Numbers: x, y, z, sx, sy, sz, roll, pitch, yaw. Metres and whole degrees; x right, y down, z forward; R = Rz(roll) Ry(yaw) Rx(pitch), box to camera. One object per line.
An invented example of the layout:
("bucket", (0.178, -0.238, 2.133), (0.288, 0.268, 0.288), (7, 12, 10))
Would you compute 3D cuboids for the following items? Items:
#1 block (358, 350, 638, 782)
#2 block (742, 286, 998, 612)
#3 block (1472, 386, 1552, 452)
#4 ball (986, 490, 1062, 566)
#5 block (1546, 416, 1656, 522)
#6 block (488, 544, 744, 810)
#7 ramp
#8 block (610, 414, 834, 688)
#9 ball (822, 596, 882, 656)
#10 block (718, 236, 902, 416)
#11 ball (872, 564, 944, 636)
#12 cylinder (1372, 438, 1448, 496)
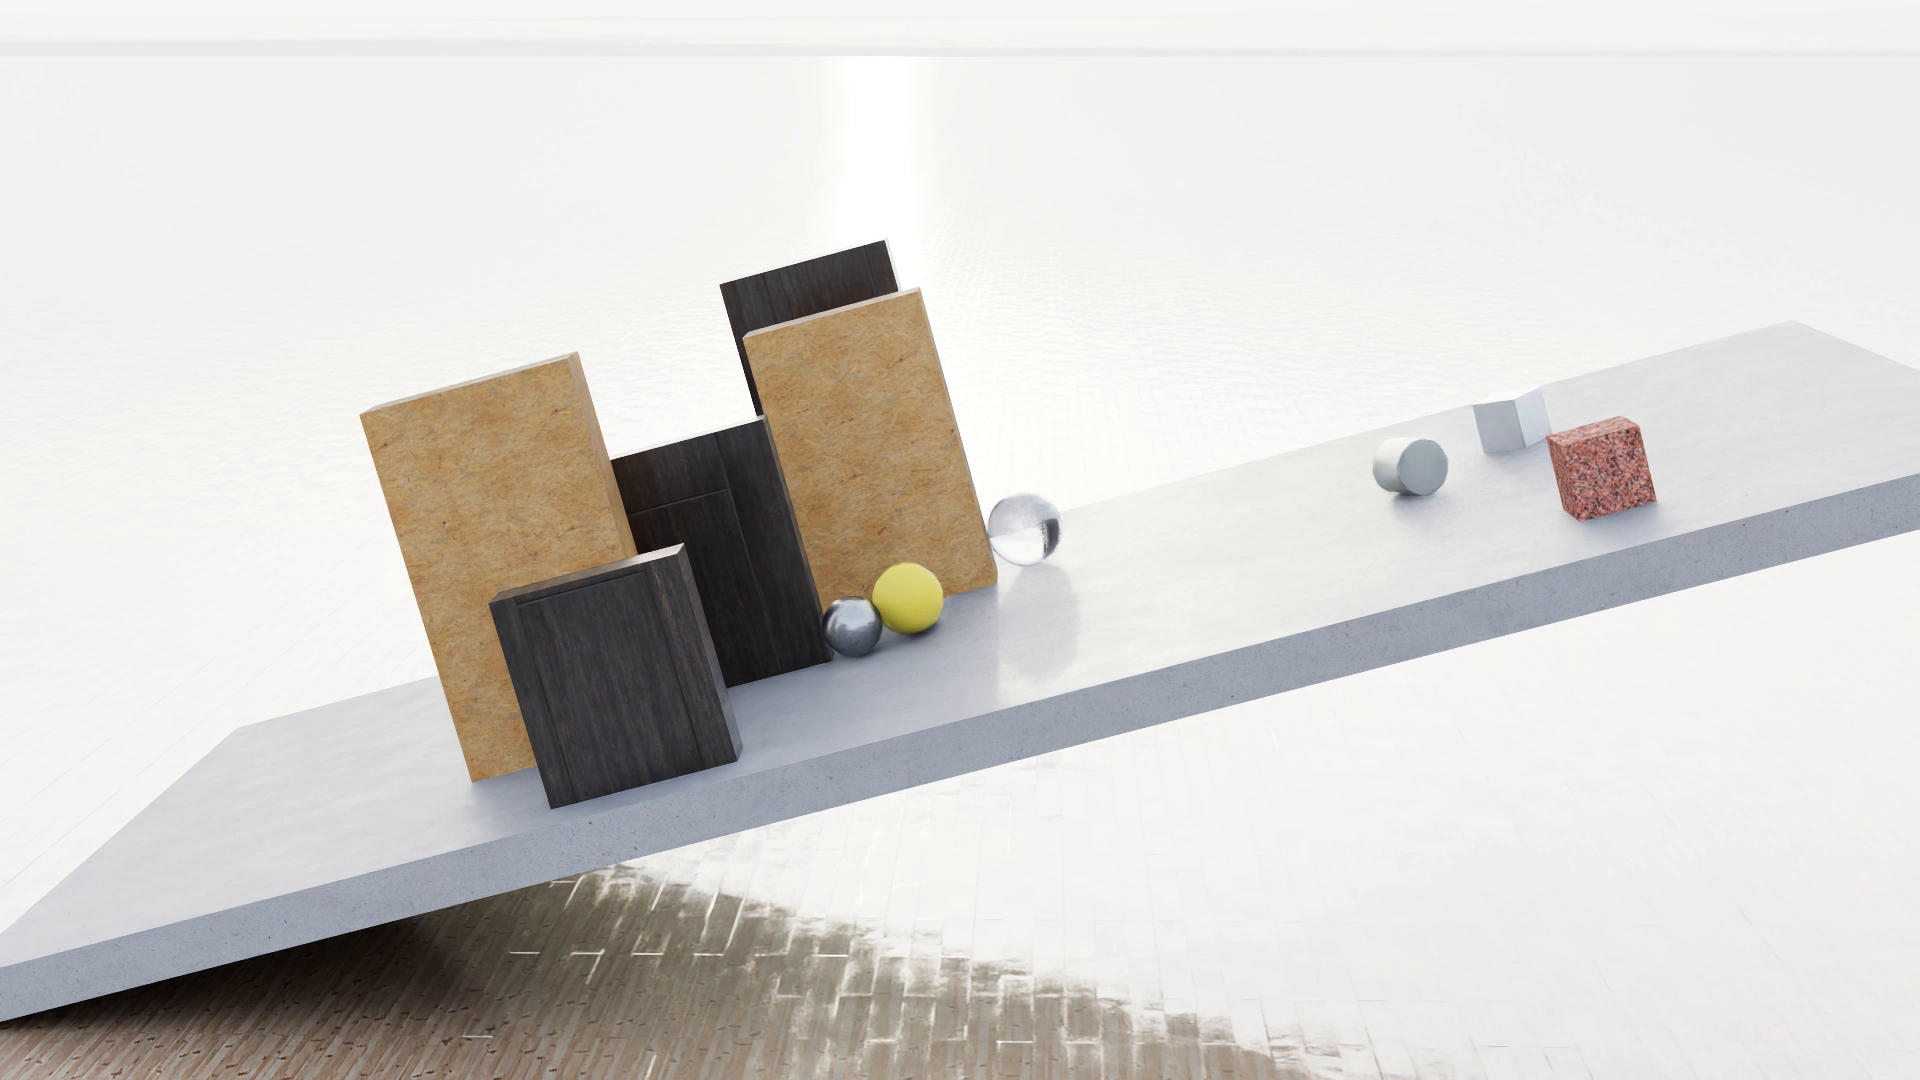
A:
("block", (-0.883, 0.055, 5.967), (0.433, 0.780, 0.141), (-15, 9, 4))
("block", (-0.196, -0.186, 6.599), (0.400, 0.676, 0.141), (-15, 9, 4))
("block", (1.224, -0.267, 6.520), (0.112, 0.112, 0.112), (-6, 13, 44))
("ball", (0.147, -0.027, 6.663), (0.172, 0.172, 0.172), (0, 10, 0))
("block", (1.226, -0.138, 5.627), (0.150, 0.150, 0.150), (-15, 9, 2))
("block", (-0.645, 0.256, 5.537), (0.366, 0.409, 0.110), (-15, 9, 4))
("ramp", (0.080, 0.191, 6.329), (4.000, 0.100, 2.000), (-15, 9, 4))
("block", (-0.545, 0.049, 6.220), (0.427, 0.533, 0.083), (-15, 9, 4))
("ball", (-0.226, 0.180, 6.184), (0.128, 0.128, 0.128), (0, 10, 0))
("block", (-0.273, -0.302, 7.102), (0.410, 0.775, 0.132), (-15, 9, 4))
("ball", (-0.111, 0.126, 6.243), (0.152, 0.152, 0.152), (0, 10, 0))
("cylinder", (0.960, -0.158, 6.278), (0.120, 0.120, 0.120), (-4, 5, -20))
